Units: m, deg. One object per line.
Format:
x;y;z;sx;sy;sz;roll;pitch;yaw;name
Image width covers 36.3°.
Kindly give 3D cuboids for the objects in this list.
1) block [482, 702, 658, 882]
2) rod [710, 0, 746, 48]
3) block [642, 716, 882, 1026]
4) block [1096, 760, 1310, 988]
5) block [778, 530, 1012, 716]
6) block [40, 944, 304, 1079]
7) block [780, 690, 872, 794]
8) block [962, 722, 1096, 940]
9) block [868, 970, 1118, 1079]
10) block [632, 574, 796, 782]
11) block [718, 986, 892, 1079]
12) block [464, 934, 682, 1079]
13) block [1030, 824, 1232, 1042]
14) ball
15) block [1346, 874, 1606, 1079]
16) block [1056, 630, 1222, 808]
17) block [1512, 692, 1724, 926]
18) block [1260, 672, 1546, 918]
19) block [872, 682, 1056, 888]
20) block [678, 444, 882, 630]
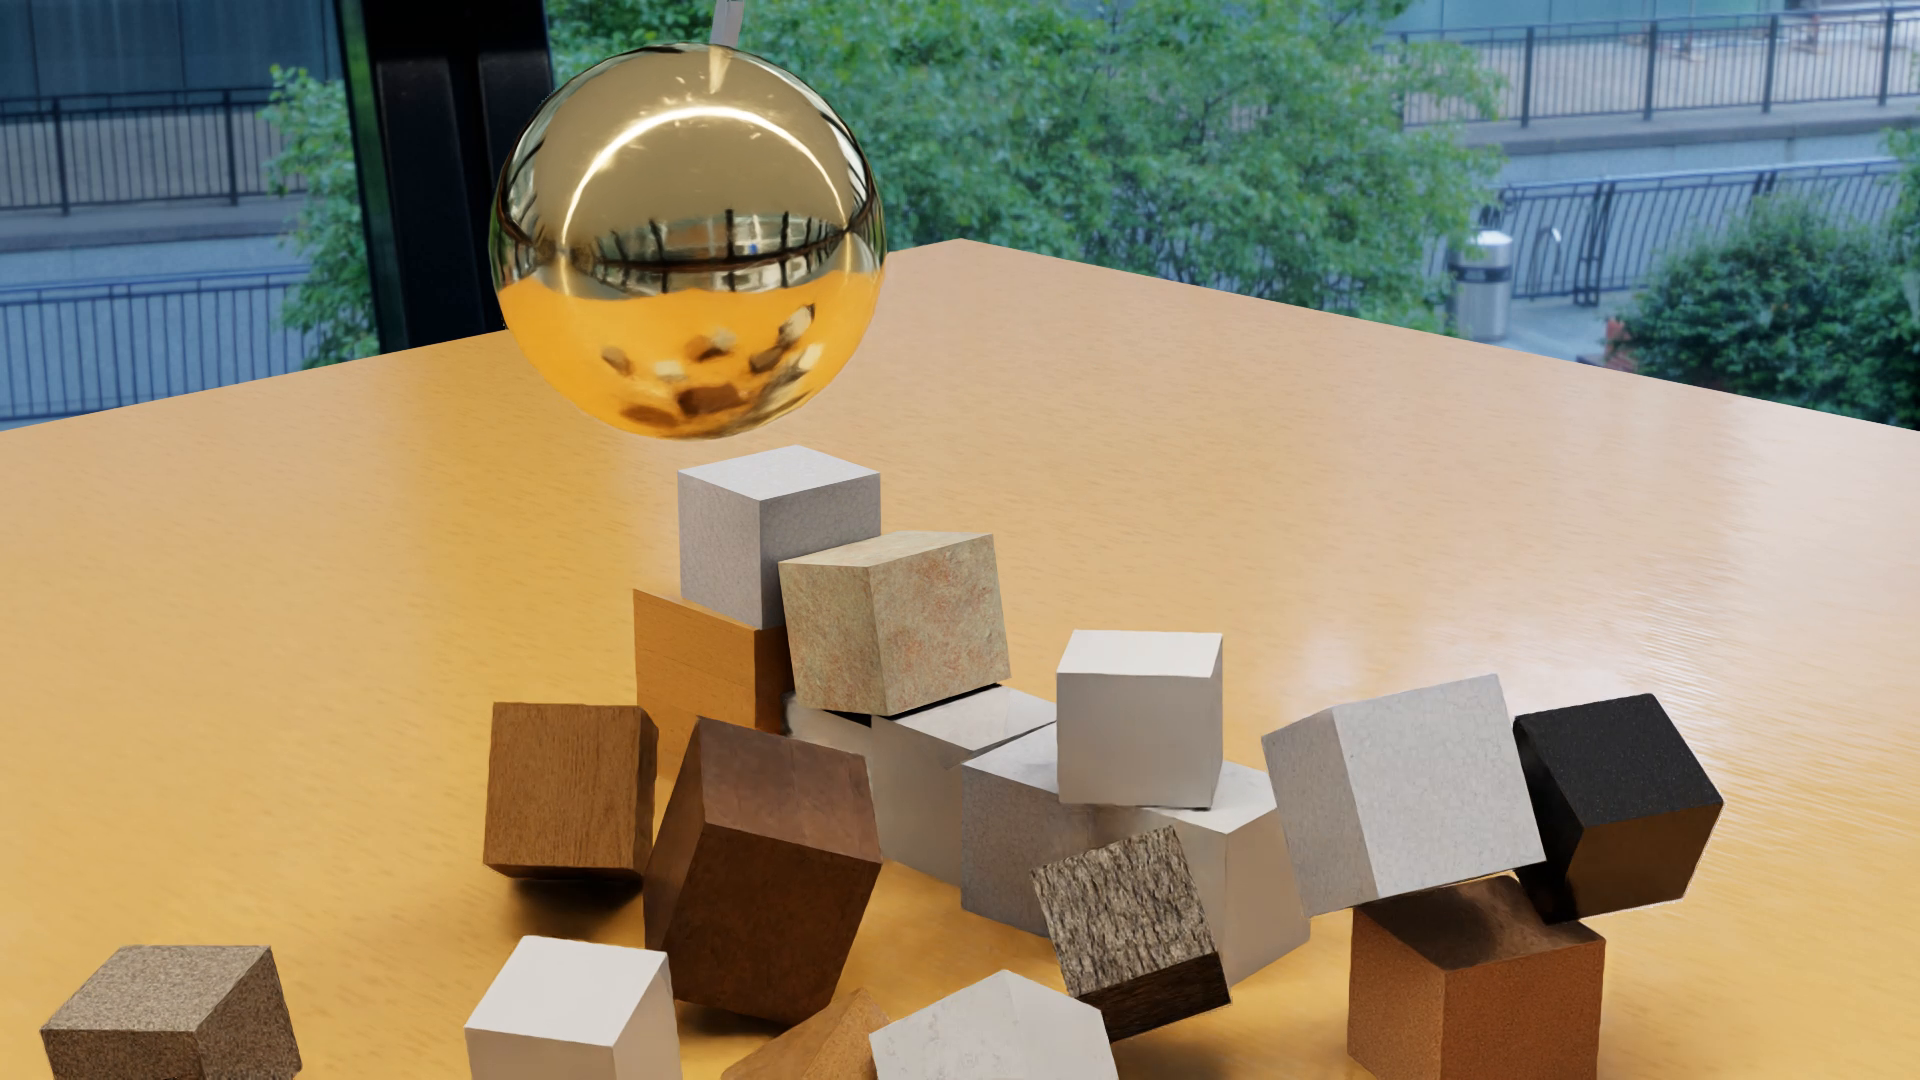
-1.723;1.133;13.072;0.646;0.705;0.758;2;-11;0;block
-0.474;-4.515;11.426;0.080;5.200;0.080;17;9;42;rod
-0.834;1.369;12.115;0.735;0.822;0.870;15;23;-14;block
1.055;1.414;12.645;0.671;0.720;0.668;14;22;38;block
-0.306;0.378;13.813;0.777;0.696;0.659;-15;11;-41;block
-2.970;1.923;11.087;0.647;0.544;0.602;-2;23;17;block
-0.390;1.023;14.100;0.654;0.593;0.671;-17;24;-42;block
0.514;1.297;13.058;0.695;0.695;0.750;14;22;38;block
0.160;1.926;9.944;0.566;0.638;0.633;-29;-34;22;block
-0.966;0.687;14.575;0.920;0.949;0.903;-17;24;-42;block
-0.486;2.104;10.085;0.652;0.669;0.722;-34;6;23;block
-1.442;1.931;11.025;0.582;0.602;0.576;5;30;15;block
0.677;1.571;11.589;0.594;0.549;0.566;-18;58;0;block
-1.093;-1.195;11.820;1.600;1.600;1.600;0;17;0;ball
2.021;1.799;11.537;0.729;0.650;0.665;-8;19;-23;block
0.777;0.758;12.556;0.648;0.582;0.584;1;16;10;block
2.505;1.050;11.487;0.610;0.576;0.587;-8;46;-18;block
1.695;0.992;11.309;0.703;0.730;0.725;-10;-10;-18;block
0.072;1.125;13.614;0.659;0.691;0.697;17;24;42;block
-0.871;-0.024;14.191;0.726;0.639;0.658;-14;22;-38;block
